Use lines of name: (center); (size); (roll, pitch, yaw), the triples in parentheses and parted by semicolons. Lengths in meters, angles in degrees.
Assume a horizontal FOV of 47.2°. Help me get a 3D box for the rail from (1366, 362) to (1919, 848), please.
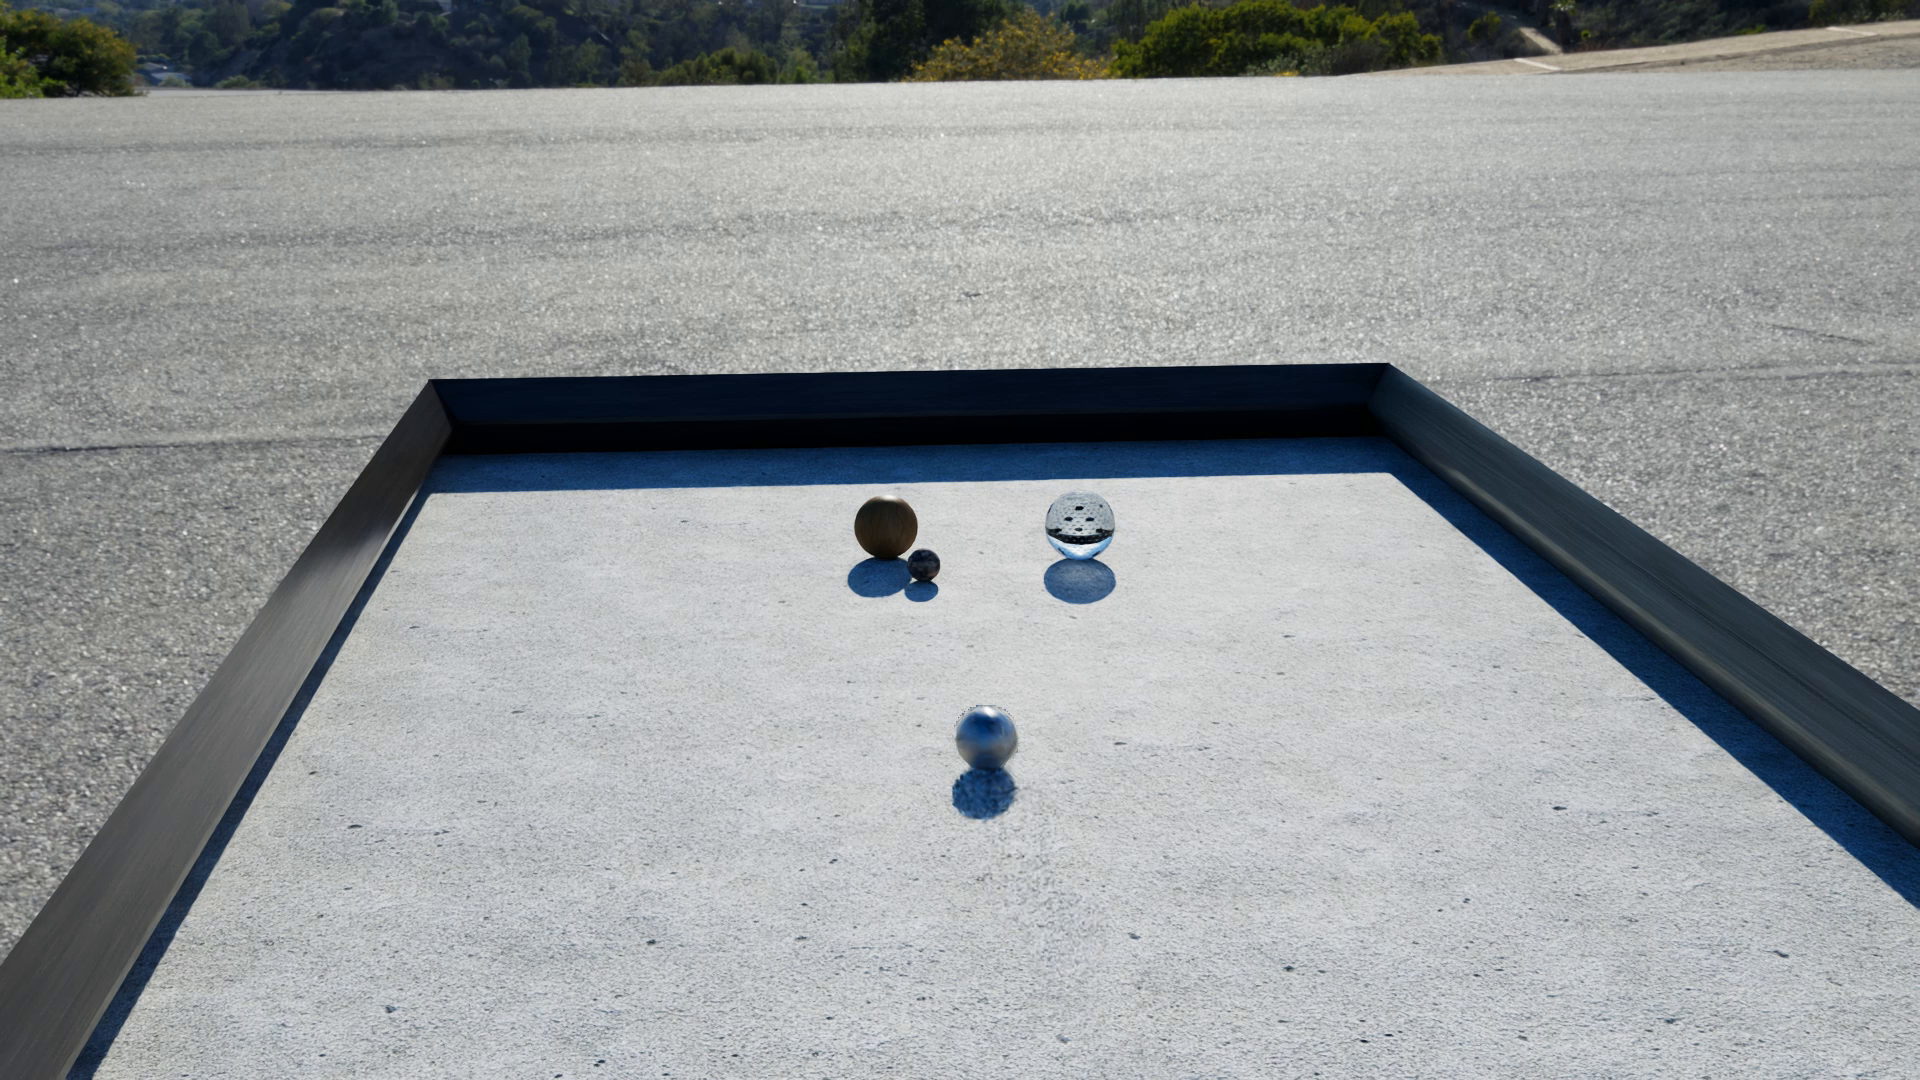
rail: (0.765, 0.139, 2.089); (0.045, 0.114, 2.736); (-1, 15, -5)

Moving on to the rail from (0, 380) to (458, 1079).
rail: (-0.639, 0.173, 1.963); (0.045, 0.114, 2.736); (-1, 15, -5)

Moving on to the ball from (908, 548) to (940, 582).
ball: (-0.043, 0.030, 2.634); (0.040, 0.040, 0.040); (0, 15, 0)

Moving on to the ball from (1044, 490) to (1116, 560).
ball: (0.149, -0.018, 2.722); (0.088, 0.088, 0.088); (0, 15, 0)

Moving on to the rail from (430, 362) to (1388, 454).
rail: (-0.061, -0.195, 3.318); (1.457, 0.114, 0.045); (-1, 15, -5)

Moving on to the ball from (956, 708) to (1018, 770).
ball: (0.025, 0.184, 2.034); (0.058, 0.058, 0.058); (0, 15, 0)

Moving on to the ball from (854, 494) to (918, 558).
ball: (-0.092, -0.016, 2.731); (0.080, 0.080, 0.080); (0, 15, 0)
